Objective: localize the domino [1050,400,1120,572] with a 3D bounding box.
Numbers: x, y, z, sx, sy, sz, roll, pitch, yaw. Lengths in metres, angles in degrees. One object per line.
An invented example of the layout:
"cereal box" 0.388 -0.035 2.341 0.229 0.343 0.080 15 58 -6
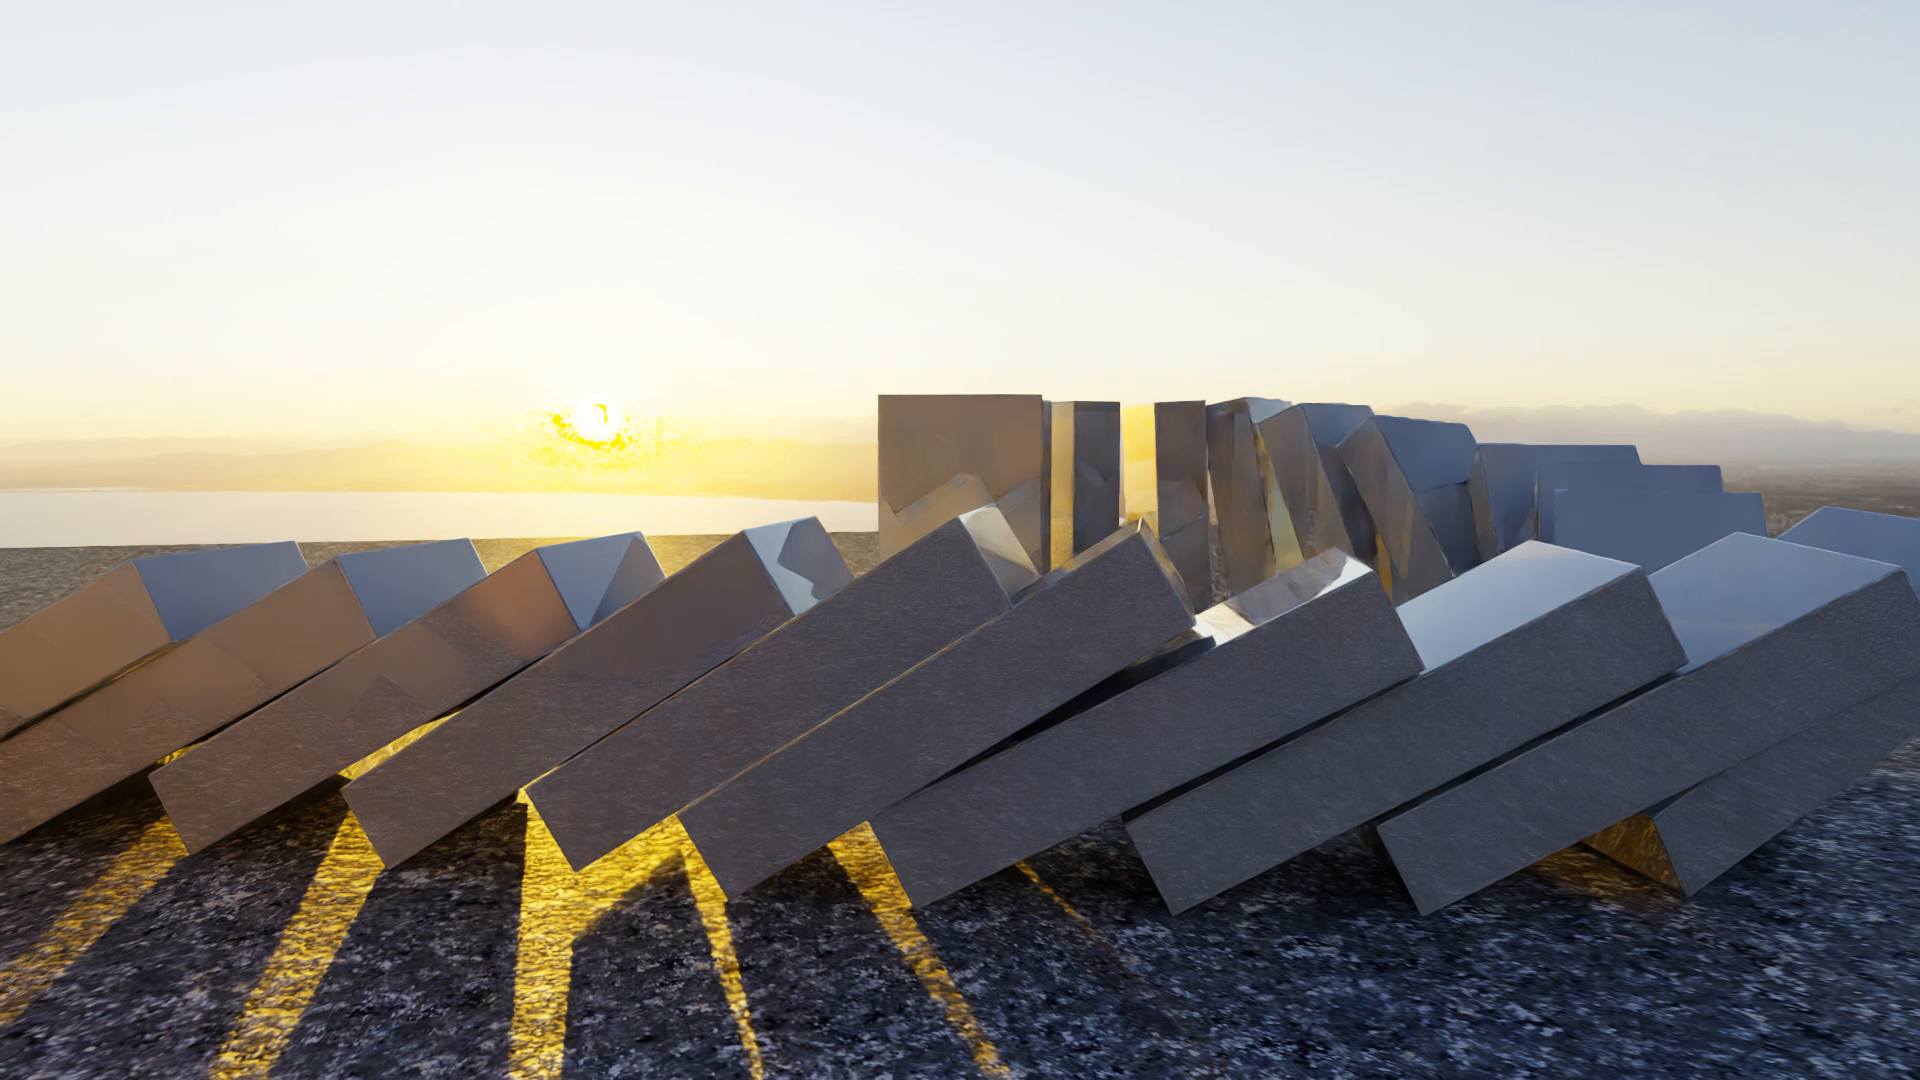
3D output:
"domino" 0.019 0.000 0.238 0.009 0.050 0.025 -2 5 -25

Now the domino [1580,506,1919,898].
"domino" 0.084 0.015 0.134 0.050 0.010 0.025 -31 15 -8

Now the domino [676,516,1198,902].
"domino" -0.001 0.015 0.127 0.050 0.010 0.025 -32 -1 10

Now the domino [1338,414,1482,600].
"domino" 0.087 0.002 0.221 0.025 0.050 0.009 2 -33 -31

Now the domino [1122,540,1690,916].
"domino" 0.040 0.017 0.125 0.050 0.009 0.025 -28 3 5

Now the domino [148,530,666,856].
"domino" -0.058 0.016 0.140 0.050 0.009 0.025 -29 -1 10

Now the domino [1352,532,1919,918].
"domino" 0.062 0.017 0.125 0.050 0.009 0.025 -28 6 5

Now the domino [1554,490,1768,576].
"domino" 0.089 0.012 0.163 0.025 0.009 0.050 2 39 26

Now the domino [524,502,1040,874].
"domino" -0.017 0.014 0.131 0.050 0.010 0.025 -32 -1 10

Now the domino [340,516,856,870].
"domino" -0.037 0.015 0.136 0.050 0.009 0.025 -32 -1 10

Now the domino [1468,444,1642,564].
"domino" 0.098 0.006 0.203 0.025 0.050 0.009 1 -40 9

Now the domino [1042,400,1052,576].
"domino" 0.002 0.001 0.223 0.025 0.050 0.010 1 5 19

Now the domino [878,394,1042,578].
"domino" 0.000 0.002 0.201 0.025 0.050 0.010 0 4 0

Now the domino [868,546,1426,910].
"domino" 0.017 0.017 0.125 0.050 0.010 0.025 -28 0 10

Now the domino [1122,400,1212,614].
"domino" 0.039 -0.001 0.244 0.009 0.050 0.025 -3 5 -6

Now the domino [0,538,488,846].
"domino" -0.080 0.016 0.144 0.050 0.010 0.025 -27 0 10

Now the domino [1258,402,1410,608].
"domino" 0.073 0.000 0.233 0.025 0.050 0.009 -4 -16 -44

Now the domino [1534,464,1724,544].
"domino" 0.096 0.009 0.183 0.025 0.009 0.050 2 44 21

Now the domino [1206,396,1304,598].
"domino" 0.058 -0.001 0.242 0.010 0.050 0.025 -10 -2 33

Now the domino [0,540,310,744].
"domino" -0.102 0.016 0.146 0.050 0.010 0.025 -26 0 10
